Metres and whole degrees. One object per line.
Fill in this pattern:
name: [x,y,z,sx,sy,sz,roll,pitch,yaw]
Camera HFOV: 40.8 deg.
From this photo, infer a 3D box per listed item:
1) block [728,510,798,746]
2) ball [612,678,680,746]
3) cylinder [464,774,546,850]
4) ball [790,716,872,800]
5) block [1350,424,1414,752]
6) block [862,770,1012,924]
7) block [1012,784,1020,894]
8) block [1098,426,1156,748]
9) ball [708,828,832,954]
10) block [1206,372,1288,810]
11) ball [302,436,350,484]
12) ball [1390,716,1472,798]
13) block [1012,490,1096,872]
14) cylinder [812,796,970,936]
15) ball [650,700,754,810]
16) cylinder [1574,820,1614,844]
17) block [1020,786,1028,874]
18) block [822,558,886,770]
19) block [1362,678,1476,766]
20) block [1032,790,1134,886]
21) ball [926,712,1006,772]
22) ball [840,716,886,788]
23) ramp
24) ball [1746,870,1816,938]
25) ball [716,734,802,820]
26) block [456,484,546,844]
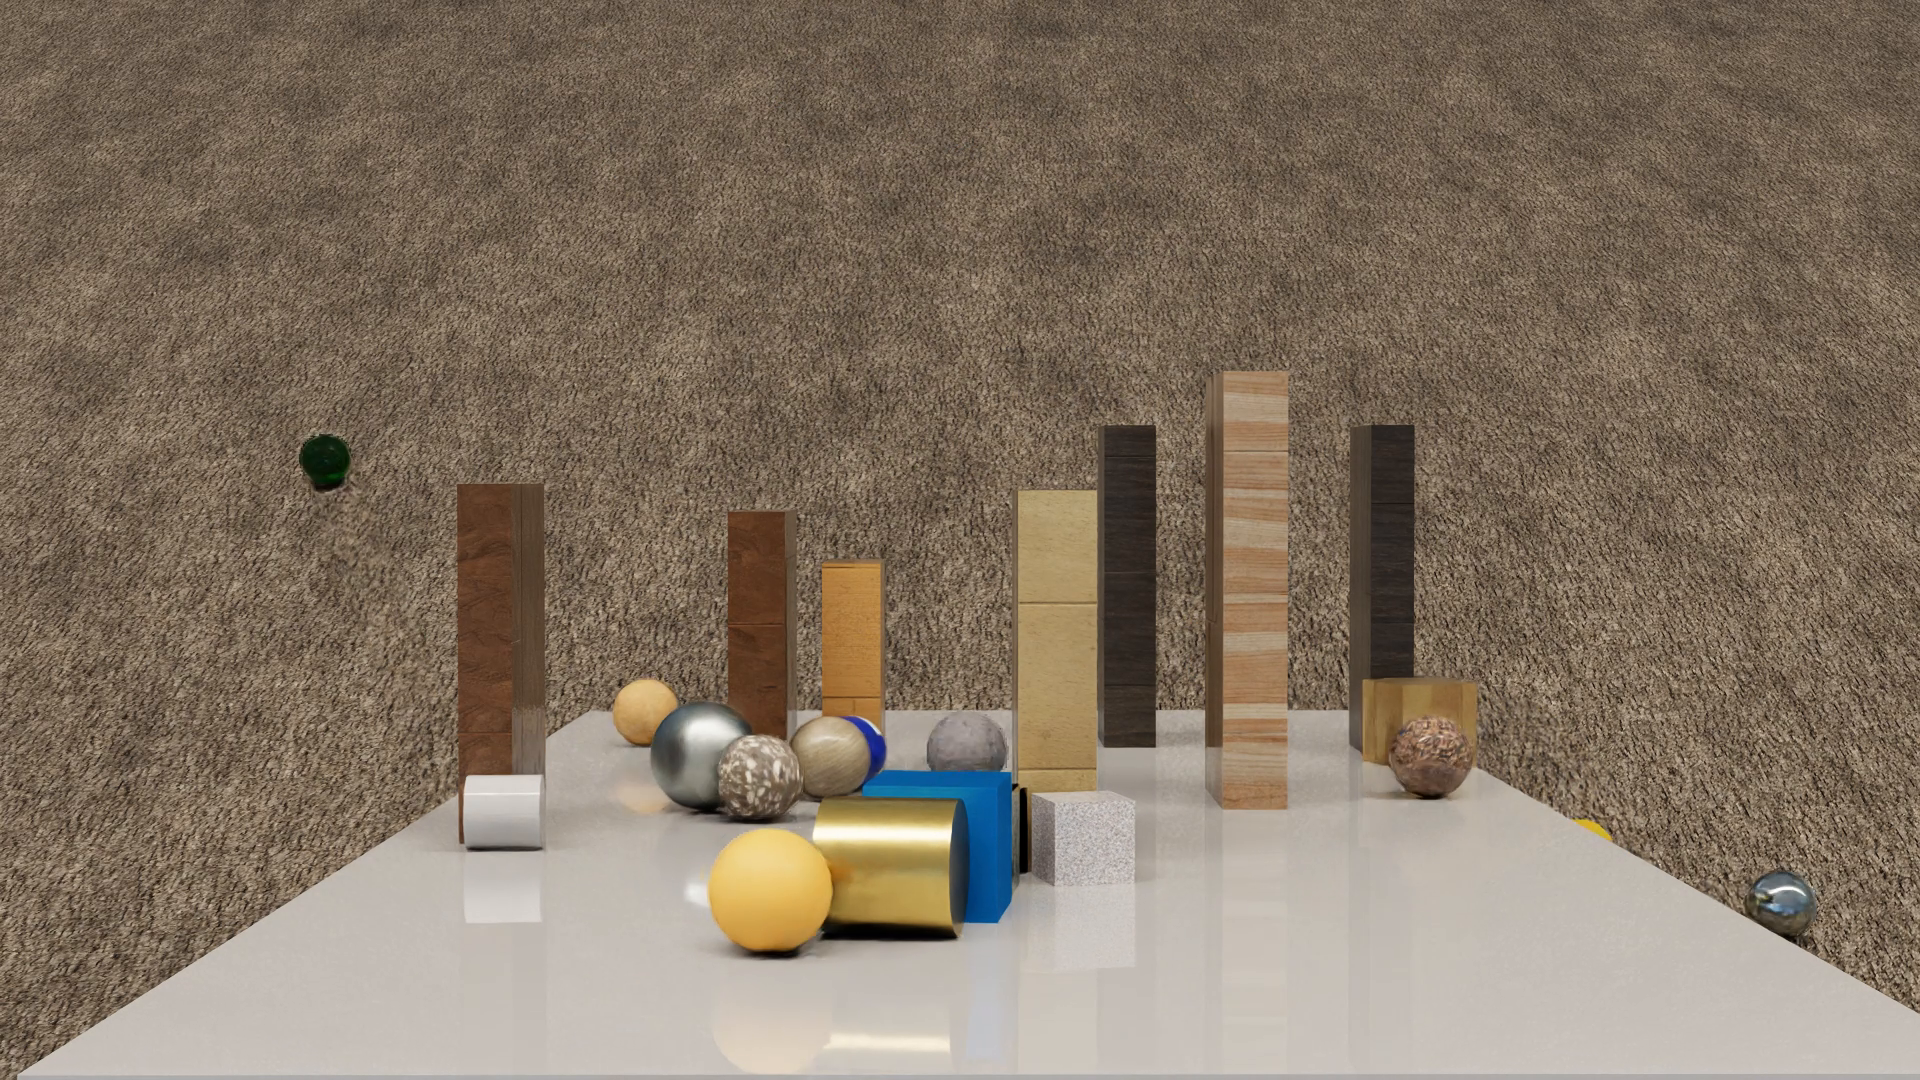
block: [-0.370,0.210,4.864,0.104,0.531,0.347,0,1,0]
ball: [-0.693,0.381,5.700,0.149,0.149,0.149,0,26,0]
cylinder: [-0.728,0.435,4.127,0.118,0.118,0.118,0,26,-4]
ball: [-0.241,0.401,4.755,0.154,0.154,0.154,0,26,0]
block: [0.910,0.106,5.572,0.091,0.703,0.292,0,1,0]
block: [-0.029,0.418,3.535,0.181,0.181,0.181,0,1,7]
block: [0.004,0.431,3.697,0.147,0.147,0.147,0,1,7]
block: [0.373,0.099,5.782,0.114,0.707,0.258,0,1,0]
ball: [-0.237,0.439,3.225,0.155,0.155,0.155,0,26,0]
block: [0.526,0.087,4.757,0.115,0.781,0.330,0,1,0]
ball: [-1.969,-0.249,8.008,0.149,0.149,0.149,0,26,0]
ball: [0.873,0.401,4.780,0.153,0.153,0.153,0,26,0]
block: [0.146,0.207,4.089,0.118,0.574,0.424,0,1,0]
cylinder: [-0.088,0.424,3.361,0.178,0.178,0.178,0,26,9]
ball: [-0.455,0.385,4.604,0.195,0.195,0.195,0,26,0]
cylinder: [1.354,0.692,5.666,0.146,0.146,0.146,3,-10,5]
block: [0.010,0.436,3.861,0.129,0.129,0.129,1,2,40]
block: [-0.209,0.256,5.123,0.113,0.428,0.312,0,1,0]
block: [0.951,0.378,5.341,0.171,0.171,0.171,-1,2,-19]
block: [0.181,0.440,3.814,0.122,0.122,0.122,0,1,-15]
ball: [0.012,0.400,4.871,0.151,0.151,0.151,0,26,0]
ball: [-0.210,0.404,4.899,0.142,0.142,0.142,0,26,0]
ramp: [0.059,0.533,4.569,2.000,0.100,4.000,0,1,0]
ball: [1.849,0.820,5.811,0.148,0.148,0.148,0,26,0]
ball: [-0.347,0.411,4.463,0.150,0.150,0.150,0,26,0]
block: [-0.770,0.197,4.350,0.087,0.584,0.338,0,1,0]
